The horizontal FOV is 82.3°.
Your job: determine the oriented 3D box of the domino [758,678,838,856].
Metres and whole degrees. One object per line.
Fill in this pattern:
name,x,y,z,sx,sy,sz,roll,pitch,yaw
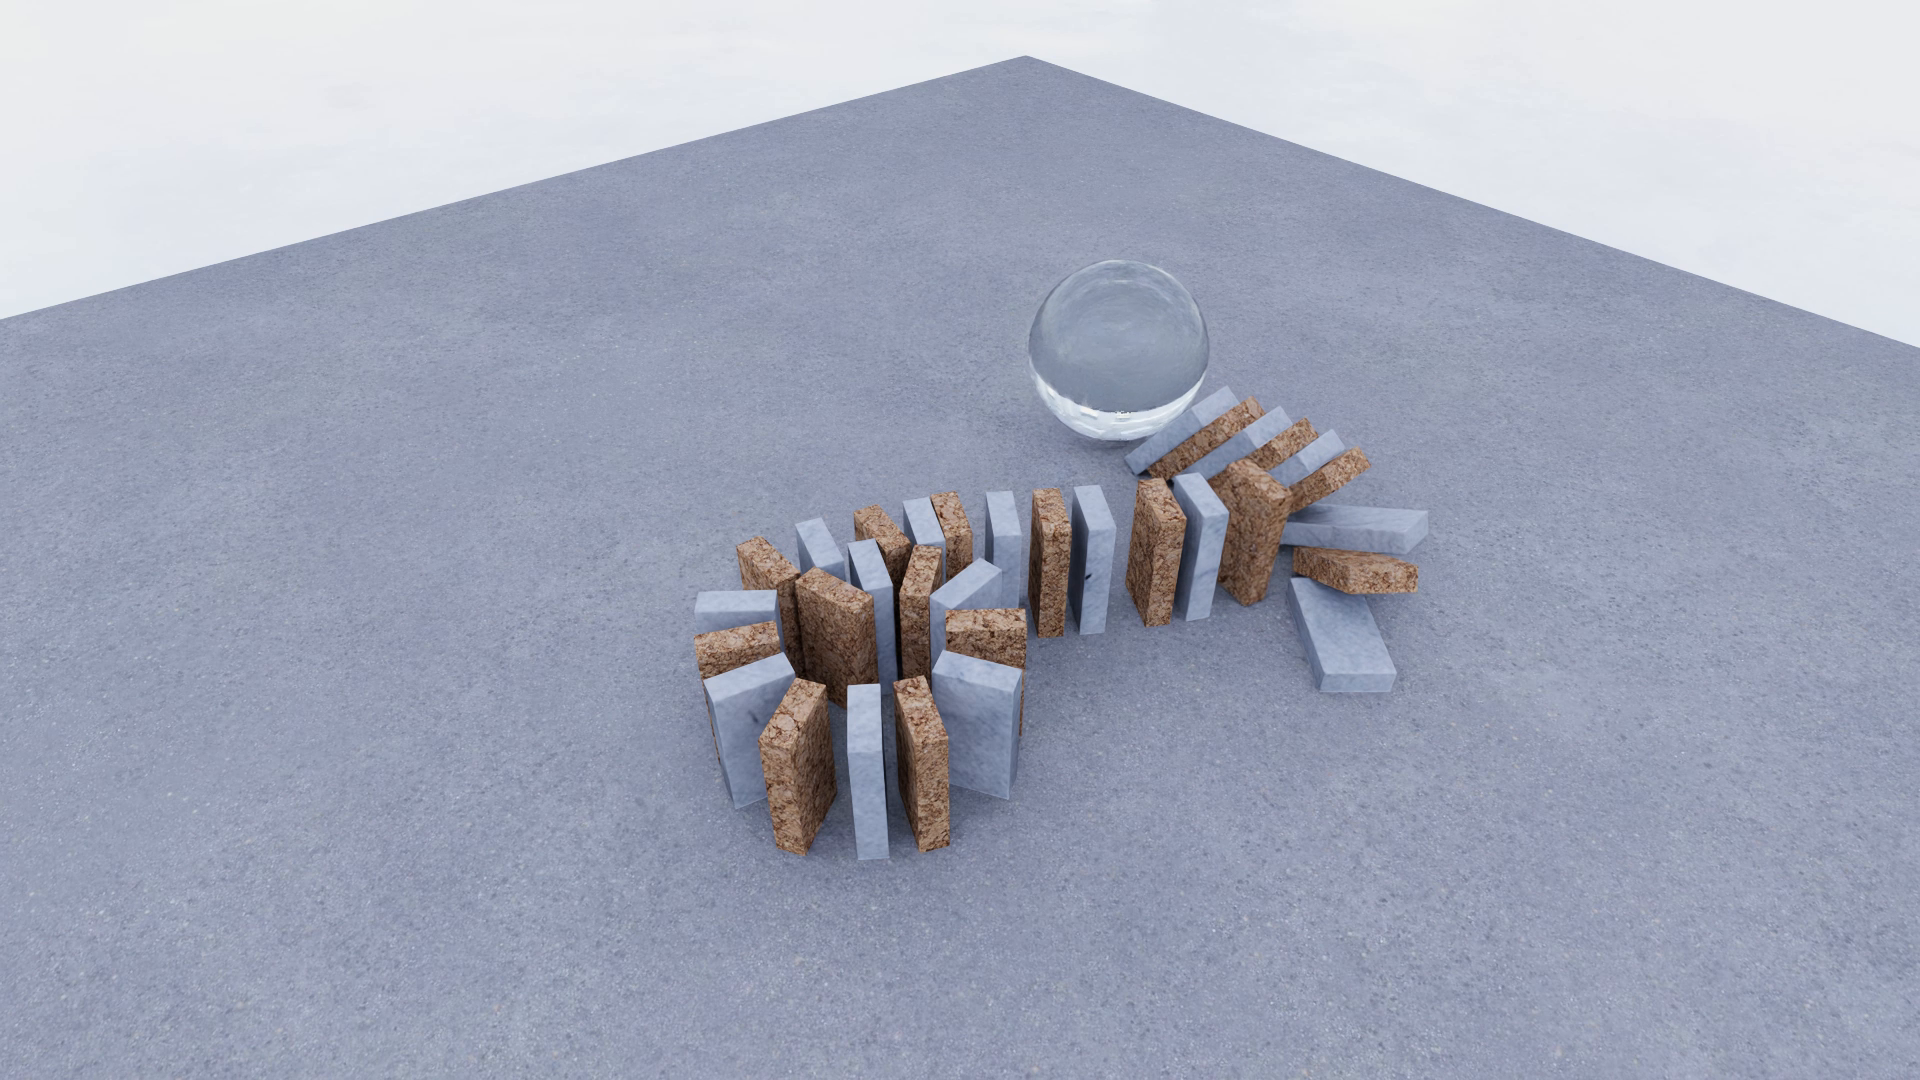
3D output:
domino,-0.048,0.068,0.328,0.010,0.050,0.025,12,41,14

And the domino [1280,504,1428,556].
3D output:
domino,0.154,-0.005,0.433,0.050,0.010,0.025,6,23,40

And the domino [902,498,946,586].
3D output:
domino,-0.013,0.012,0.396,0.009,0.050,0.025,-9,40,-11

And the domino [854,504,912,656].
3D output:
domino,-0.027,0.015,0.393,0.009,0.050,0.025,-20,43,-23

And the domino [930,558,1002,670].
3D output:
domino,0.002,0.033,0.371,0.010,0.050,0.025,29,47,30

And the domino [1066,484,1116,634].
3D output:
domino,0.047,0.008,0.402,0.010,0.050,0.025,-5,40,-6

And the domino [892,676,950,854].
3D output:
domino,-0.011,0.068,0.329,0.010,0.050,0.025,-11,41,-13

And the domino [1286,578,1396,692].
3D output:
domino,0.138,0.034,0.402,0.025,0.009,0.050,0,39,0

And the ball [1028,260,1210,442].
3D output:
ball,0.070,-0.084,0.490,0.080,0.080,0.080,0,39,0

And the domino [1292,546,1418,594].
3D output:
domino,0.146,0.011,0.410,0.025,0.010,0.050,-1,8,-5

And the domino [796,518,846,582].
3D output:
domino,-0.048,0.020,0.387,0.010,0.050,0.025,-15,42,-18

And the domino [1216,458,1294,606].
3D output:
domino,0.108,-0.003,0.414,0.009,0.050,0.025,-16,42,-23

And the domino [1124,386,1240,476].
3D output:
domino,0.094,-0.046,0.472,0.025,0.050,0.009,-32,86,-33

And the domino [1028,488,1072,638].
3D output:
domino,0.032,0.009,0.401,0.009,0.050,0.025,-4,39,-5

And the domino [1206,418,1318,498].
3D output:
domino,0.121,-0.031,0.453,0.025,0.050,0.010,-31,86,-32

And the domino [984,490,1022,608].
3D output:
domino,0.015,0.010,0.399,0.009,0.050,0.025,-3,39,-4

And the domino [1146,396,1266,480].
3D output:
domino,0.103,-0.041,0.466,0.025,0.050,0.009,-32,86,-33

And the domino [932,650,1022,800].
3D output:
domino,0.005,0.058,0.341,0.025,0.050,0.010,12,41,15

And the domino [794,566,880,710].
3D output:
domino,-0.041,0.035,0.369,0.025,0.050,0.009,25,45,27

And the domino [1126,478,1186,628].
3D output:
domino,0.072,0.005,0.405,0.009,0.050,0.025,-7,40,-9

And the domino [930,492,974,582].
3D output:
domino,-0.003,0.010,0.399,0.009,0.050,0.025,-9,40,-10

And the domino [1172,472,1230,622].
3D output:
domino,0.086,0.003,0.408,0.009,0.050,0.025,-10,40,-12

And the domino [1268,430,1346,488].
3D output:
domino,0.130,-0.026,0.447,0.025,0.050,0.009,-31,86,-32

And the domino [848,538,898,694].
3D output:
domino,-0.030,0.027,0.378,0.010,0.050,0.025,-11,41,-13

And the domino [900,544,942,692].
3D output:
domino,-0.013,0.029,0.376,0.010,0.050,0.025,6,40,7

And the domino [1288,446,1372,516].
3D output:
domino,0.136,-0.019,0.438,0.025,0.050,0.009,-29,85,-32

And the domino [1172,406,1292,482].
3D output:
domino,0.113,-0.037,0.460,0.025,0.050,0.010,-31,86,-32

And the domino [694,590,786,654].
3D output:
domino,-0.071,0.039,0.364,0.025,0.050,0.009,-1,39,-2

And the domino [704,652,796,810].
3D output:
domino,-0.062,0.059,0.339,0.025,0.050,0.009,-19,43,-21

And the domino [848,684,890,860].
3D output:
domino,-0.027,0.069,0.327,0.009,0.050,0.025,-3,39,-3

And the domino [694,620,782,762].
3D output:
domino,-0.068,0.049,0.351,0.025,0.050,0.009,-10,40,-12

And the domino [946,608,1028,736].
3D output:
domino,0.008,0.044,0.358,0.025,0.050,0.010,-1,39,-2

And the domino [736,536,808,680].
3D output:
domino,-0.064,0.026,0.380,0.009,0.050,0.025,-28,47,-29
